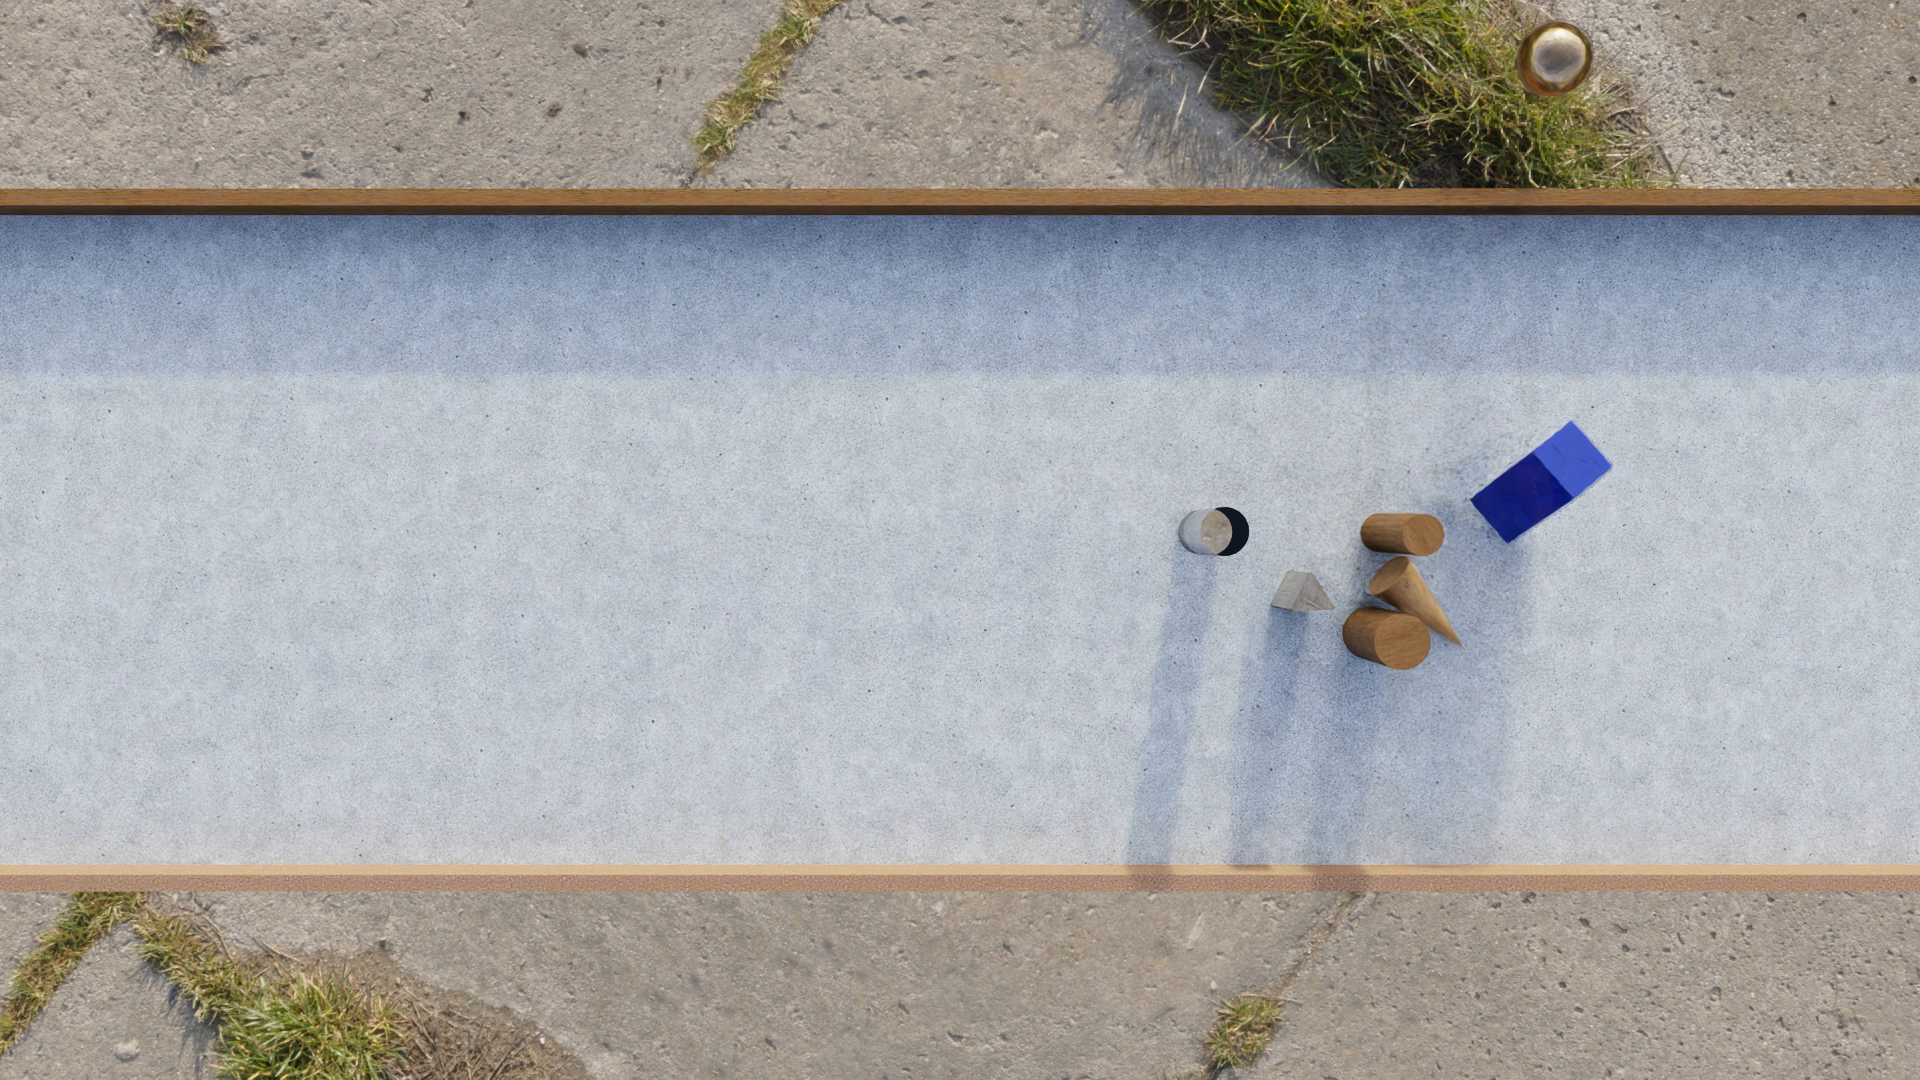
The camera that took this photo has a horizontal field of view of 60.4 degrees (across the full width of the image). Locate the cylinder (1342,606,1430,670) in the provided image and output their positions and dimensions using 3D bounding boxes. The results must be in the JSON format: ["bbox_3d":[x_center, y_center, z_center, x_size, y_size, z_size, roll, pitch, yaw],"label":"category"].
[{"bbox_3d":[1.258,0.288,4.884,0.162,0.383,0.162,0,91,0],"label":"cylinder"}]

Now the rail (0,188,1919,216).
[{"bbox_3d":[-2.247,-1.025,5.002,12.000,0.150,0.050,0,90,0],"label":"rail"}]

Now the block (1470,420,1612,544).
[{"bbox_3d":[1.704,-0.166,4.858,0.174,0.379,0.174,-35,80,-21],"label":"block"}]

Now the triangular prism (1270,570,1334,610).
[{"bbox_3d":[1.014,0.147,4.911,0.123,0.330,0.106,-3,90,0],"label":"triangular prism"}]

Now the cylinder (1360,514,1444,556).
[{"bbox_3d":[1.300,-0.018,4.867,0.120,0.413,0.120,0,91,-3],"label":"cylinder"}]

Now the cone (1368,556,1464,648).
[{"bbox_3d":[1.426,0.220,5.039,0.349,0.154,0.154,42,90,-12],"label":"cone"}]

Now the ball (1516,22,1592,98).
[{"bbox_3d":[1.716,-1.388,4.767,0.210,0.210,0.210,0,90,0],"label":"ball"}]

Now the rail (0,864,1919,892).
[{"bbox_3d":[-2.247,1.025,5.001,12.000,0.150,0.050,0,90,0],"label":"rail"}]

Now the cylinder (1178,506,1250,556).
[{"bbox_3d":[0.741,-0.024,4.848,0.138,0.458,0.138,0,90,0],"label":"cylinder"}]
